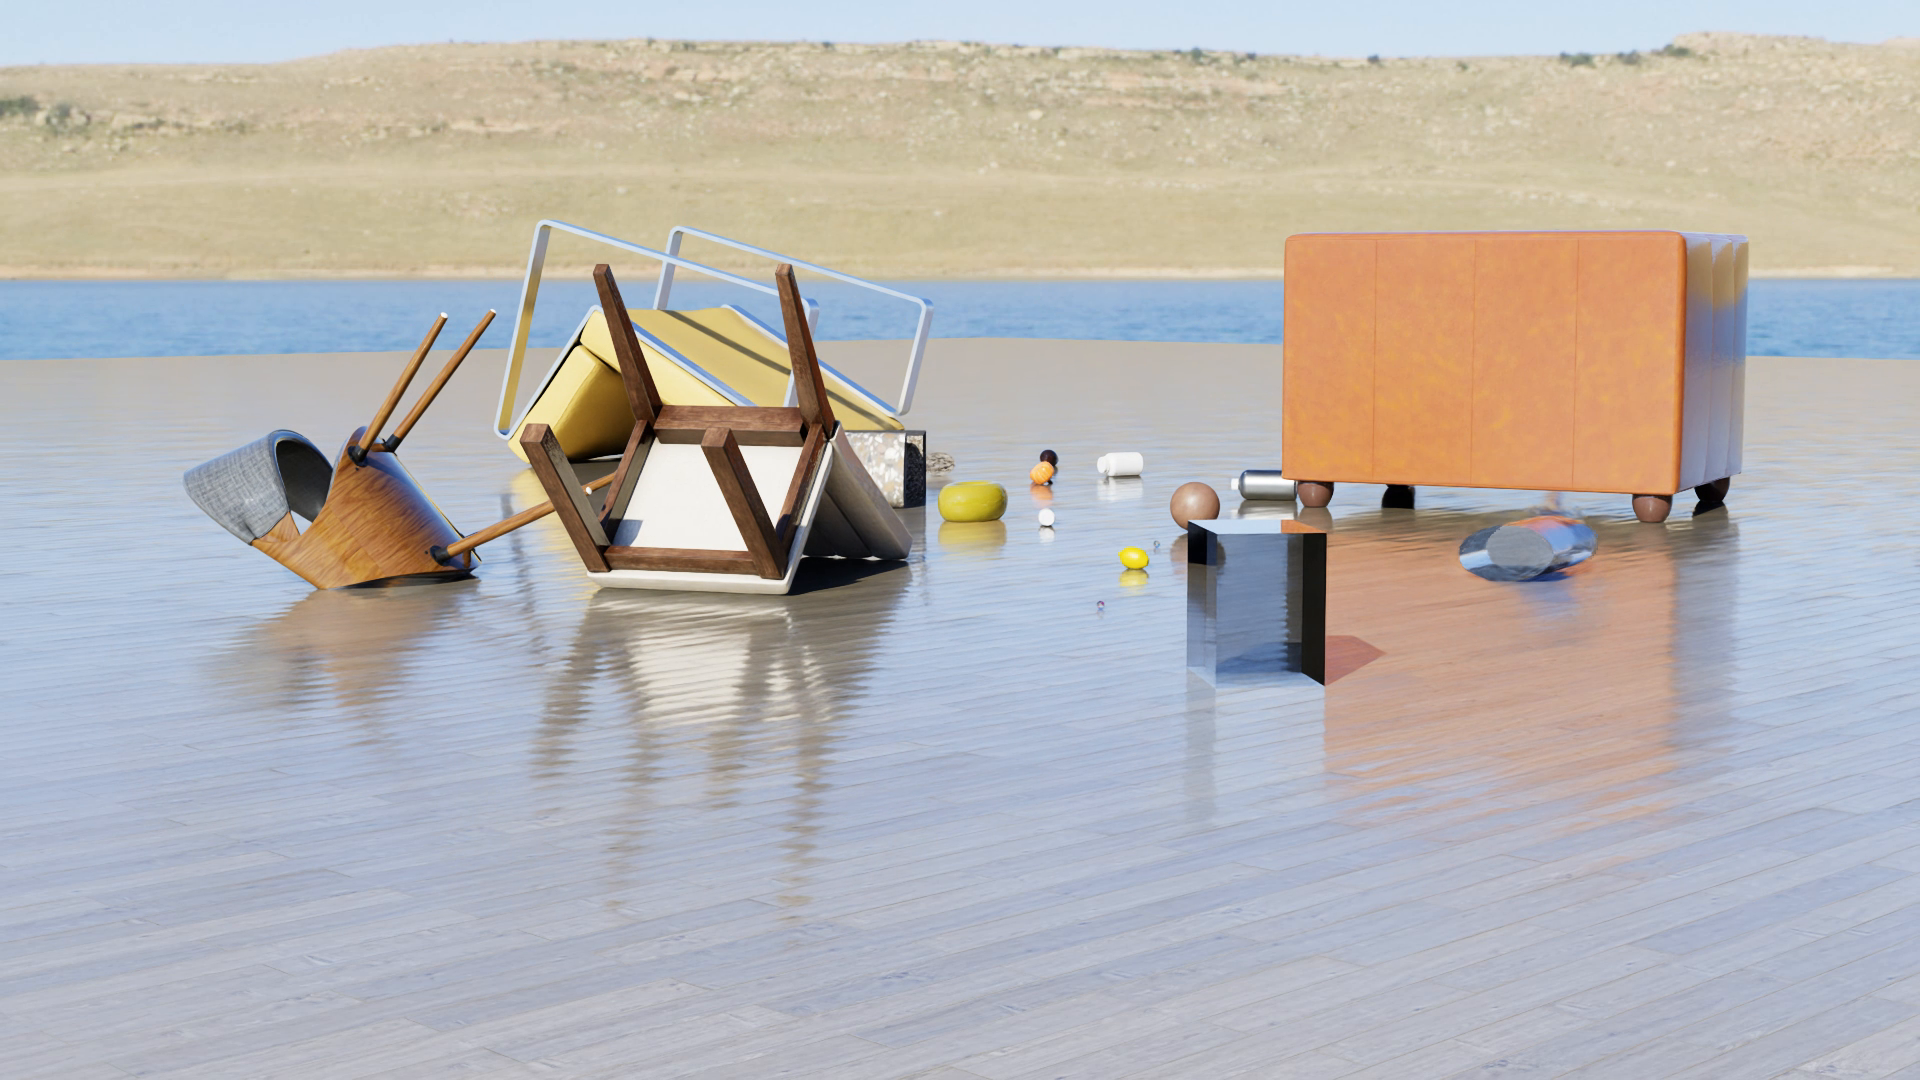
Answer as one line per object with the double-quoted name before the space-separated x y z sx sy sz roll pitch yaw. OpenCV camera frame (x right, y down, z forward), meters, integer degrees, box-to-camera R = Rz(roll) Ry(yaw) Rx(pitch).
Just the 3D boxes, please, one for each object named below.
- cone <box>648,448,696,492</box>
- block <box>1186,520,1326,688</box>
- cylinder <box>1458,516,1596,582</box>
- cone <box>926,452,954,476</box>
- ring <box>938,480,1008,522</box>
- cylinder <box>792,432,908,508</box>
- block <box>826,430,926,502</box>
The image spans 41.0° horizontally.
"cone" -0.922 -0.186 7.897 0.173 0.152 0.130 13 42 26
"block" 0.484 0.101 4.215 0.178 0.249 0.232 -1 6 -7
"cylinder" 1.249 0.018 5.639 0.214 0.122 0.269 -2 4 33
"cone" -0.072 -0.237 8.520 0.106 0.082 0.111 -2 -14 -3
"ring" 0.035 -0.104 6.938 0.170 0.101 0.226 3 8 35
"cylinder" -0.315 -0.201 7.347 0.316 0.171 0.263 0 42 2
"block" -0.254 -0.221 7.606 0.298 0.194 0.274 0 6 1
